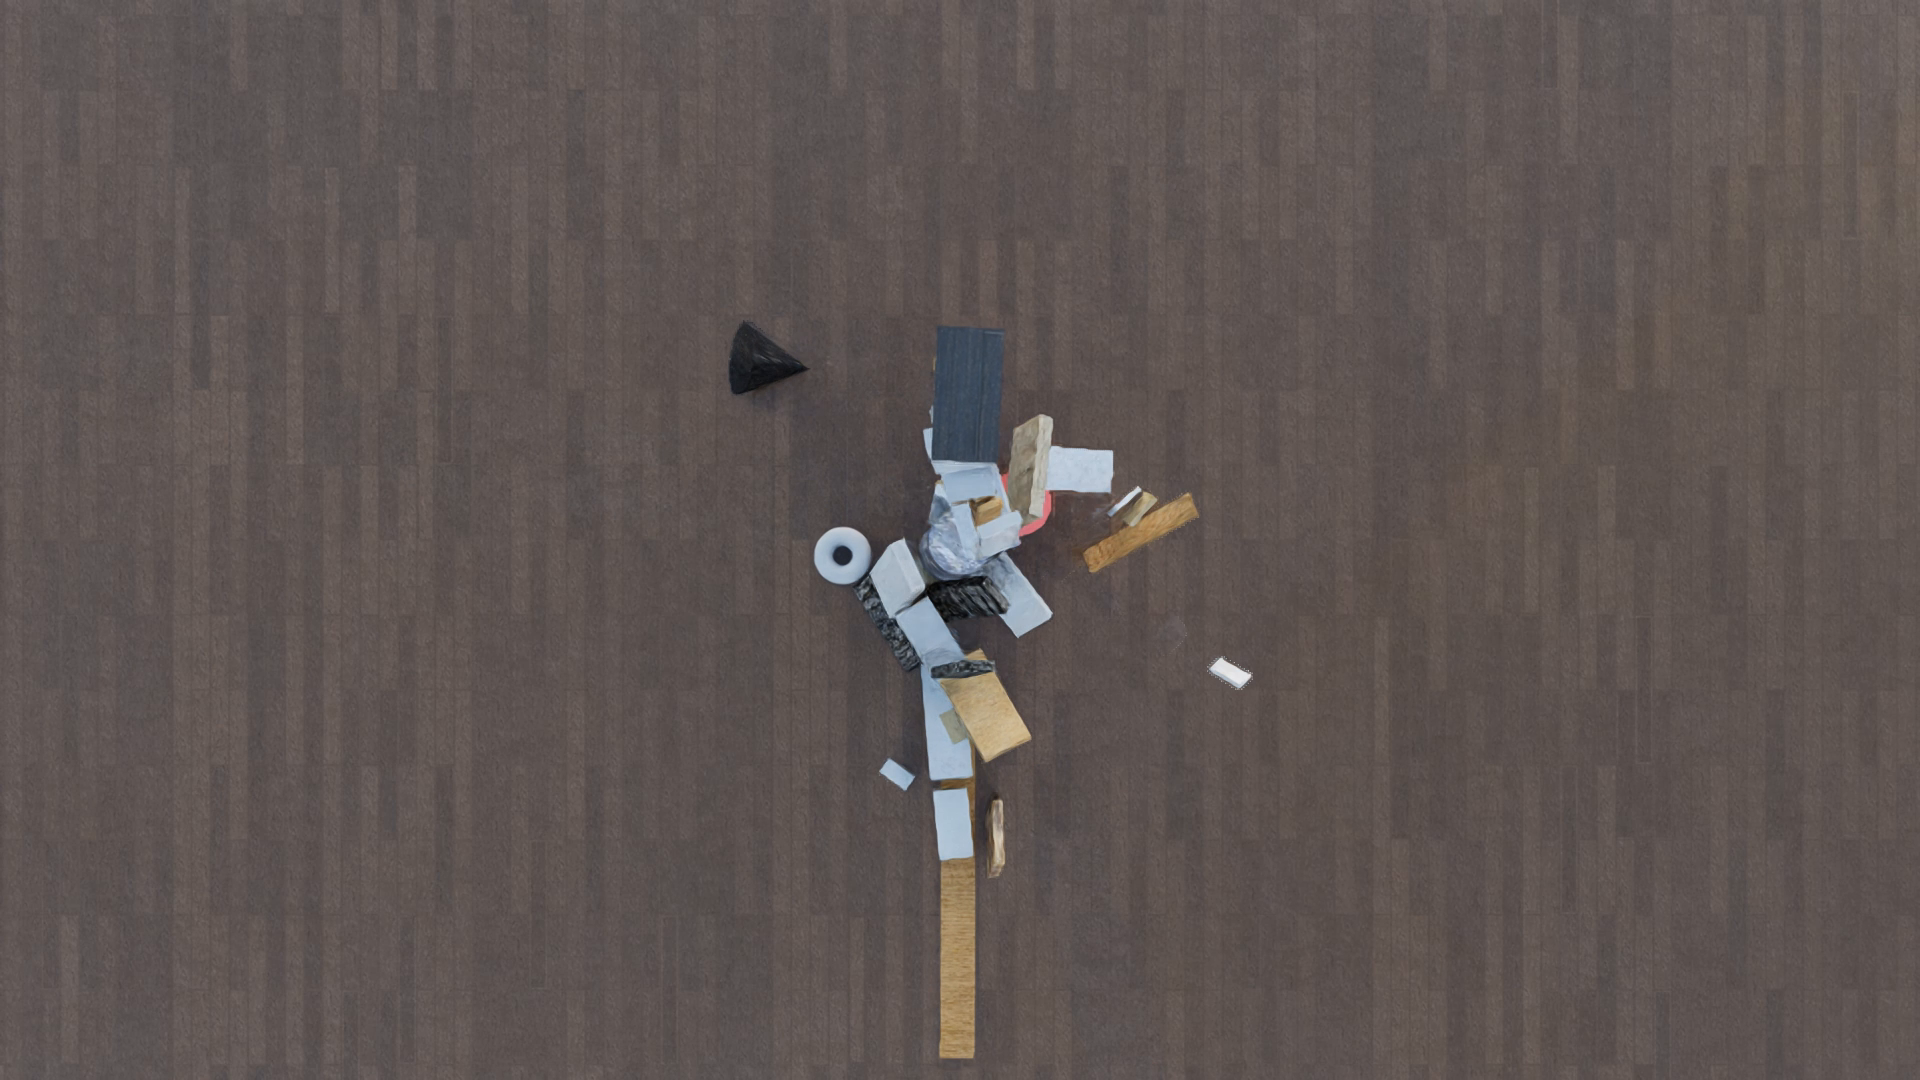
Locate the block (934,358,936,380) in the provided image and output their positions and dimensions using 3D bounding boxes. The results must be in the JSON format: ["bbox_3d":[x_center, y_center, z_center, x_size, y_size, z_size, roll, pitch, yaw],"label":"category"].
[{"bbox_3d":[0.018,-0.419,4.837,0.167,1.324,0.047,-5,88,0],"label":"block"}]

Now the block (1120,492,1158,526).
[{"bbox_3d":[0.564,-0.097,5.190,0.117,0.059,0.017,-46,120,-7],"label":"block"}]

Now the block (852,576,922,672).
[{"bbox_3d":[-0.193,0.250,5.437,0.167,0.047,0.335,-34,76,0],"label":"block"}]

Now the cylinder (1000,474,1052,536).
[{"bbox_3d":[0.190,-0.118,5.397,0.207,0.207,0.207,0,90,0],"label":"cylinder"}]

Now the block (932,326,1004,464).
[{"bbox_3d":[0.020,-0.365,4.152,0.167,0.047,0.335,3,91,0],"label":"block"}]

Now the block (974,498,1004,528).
[{"bbox_3d":[0.081,-0.076,4.707,0.074,0.148,0.021,-24,75,-12],"label":"block"}]

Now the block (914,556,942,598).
[{"bbox_3d":[-0.105,0.130,5.478,0.080,0.023,0.160,-9,90,17],"label":"block"}]

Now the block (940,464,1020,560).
[{"bbox_3d":[0.053,-0.120,4.904,0.163,0.046,0.327,-15,102,13],"label":"block"}]

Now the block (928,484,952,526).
[{"bbox_3d":[-0.026,-0.097,5.366,0.135,0.271,0.038,16,69,0],"label":"block"}]

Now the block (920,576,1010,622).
[{"bbox_3d":[0.013,0.190,5.313,0.139,0.277,0.039,52,48,-28],"label":"block"}]

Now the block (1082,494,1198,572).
[{"bbox_3d":[0.563,-0.021,5.163,0.387,0.021,0.074,-30,55,18],"label":"block"}]

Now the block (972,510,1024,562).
[{"bbox_3d":[0.104,-0.009,4.681,0.123,0.404,0.035,-23,82,-5],"label":"block"}]

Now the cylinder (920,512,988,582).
[{"bbox_3d":[-0.016,0.023,5.281,0.202,0.202,0.202,1,81,-10],"label":"cylinder"}]

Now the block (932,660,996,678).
[{"bbox_3d":[0.010,0.409,5.211,0.123,0.247,0.035,0,81,-21],"label":"block"}]

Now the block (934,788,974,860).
[{"bbox_3d":[-0.022,0.935,5.443,0.112,0.032,0.225,-6,89,1],"label":"block"}]

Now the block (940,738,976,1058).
[{"bbox_3d":[-0.006,1.096,5.473,0.113,0.032,1.233,0,89,0],"label":"block"}]

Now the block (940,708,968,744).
[{"bbox_3d":[-0.021,0.610,5.392,0.054,0.015,0.107,-26,79,-5],"label":"block"}]

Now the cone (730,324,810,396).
[{"bbox_3d":[-0.609,-0.581,5.447,0.237,0.237,0.237,6,90,-27],"label":"cone"}]

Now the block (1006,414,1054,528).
[{"bbox_3d":[0.207,-0.206,5.041,0.046,0.163,0.327,17,69,-25],"label":"block"}]

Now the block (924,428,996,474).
[{"bbox_3d":[0.003,-0.242,4.351,0.167,0.335,0.047,-9,80,2],"label":"block"}]

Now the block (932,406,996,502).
[{"bbox_3d":[0.011,-0.246,4.540,0.135,0.038,0.269,-9,89,3],"label":"block"}]

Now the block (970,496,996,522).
[{"bbox_3d":[0.066,-0.099,4.717,0.074,0.148,0.021,-27,70,-8],"label":"block"}]

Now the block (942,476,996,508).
[{"bbox_3d":[0.029,-0.156,4.695,0.135,0.269,0.038,-16,79,1],"label":"block"}]

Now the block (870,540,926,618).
[{"bbox_3d":[-0.202,0.127,5.264,0.047,0.335,0.167,-21,80,-20],"label":"block"}]

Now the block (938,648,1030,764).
[{"bbox_3d":[0.073,0.536,5.346,0.167,0.047,0.335,-27,70,-10],"label":"block"}]

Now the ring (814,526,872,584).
[{"bbox_3d":[-0.389,0.052,5.469,0.191,0.064,0.191,0,89,1],"label":"ring"}]

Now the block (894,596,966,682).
[{"bbox_3d":[-0.093,0.320,5.328,0.123,0.035,0.247,-34,101,-14],"label":"block"}]

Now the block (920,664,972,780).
[{"bbox_3d":[-0.045,0.581,5.426,0.139,0.039,0.404,-5,78,-1],"label":"block"}]

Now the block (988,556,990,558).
[{"bbox_3d":[0.026,0.056,5.452,0.160,0.023,0.080,-34,101,22],"label":"block"}]

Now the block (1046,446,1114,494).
[{"bbox_3d":[0.363,-0.223,5.248,0.271,0.038,0.135,2,92,-30],"label":"block"}]

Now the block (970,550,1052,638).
[{"bbox_3d":[0.165,0.177,5.421,0.139,0.039,0.277,-32,106,21],"label":"block"}]

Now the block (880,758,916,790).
[{"bbox_3d":[-0.209,0.780,5.492,0.107,0.015,0.054,36,90,0],"label":"block"}]

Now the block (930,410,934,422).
[{"bbox_3d":[-0.004,-0.319,4.698,0.135,0.269,0.038,-15,72,1],"label":"block"}]

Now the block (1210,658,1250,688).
[{"bbox_3d":[0.867,0.428,5.294,0.117,0.017,0.059,31,47,31],"label":"block"}]

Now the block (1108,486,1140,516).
[{"bbox_3d":[0.515,-0.121,5.173,0.117,0.059,0.017,-39,86,-30],"label":"block"}]

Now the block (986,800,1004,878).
[{"bbox_3d":[0.114,0.974,5.385,0.032,0.113,0.225,6,53,-10],"label":"block"}]

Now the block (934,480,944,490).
[{"bbox_3d":[0.016,-0.184,5.348,0.135,0.271,0.038,-5,88,-15],"label":"block"}]
